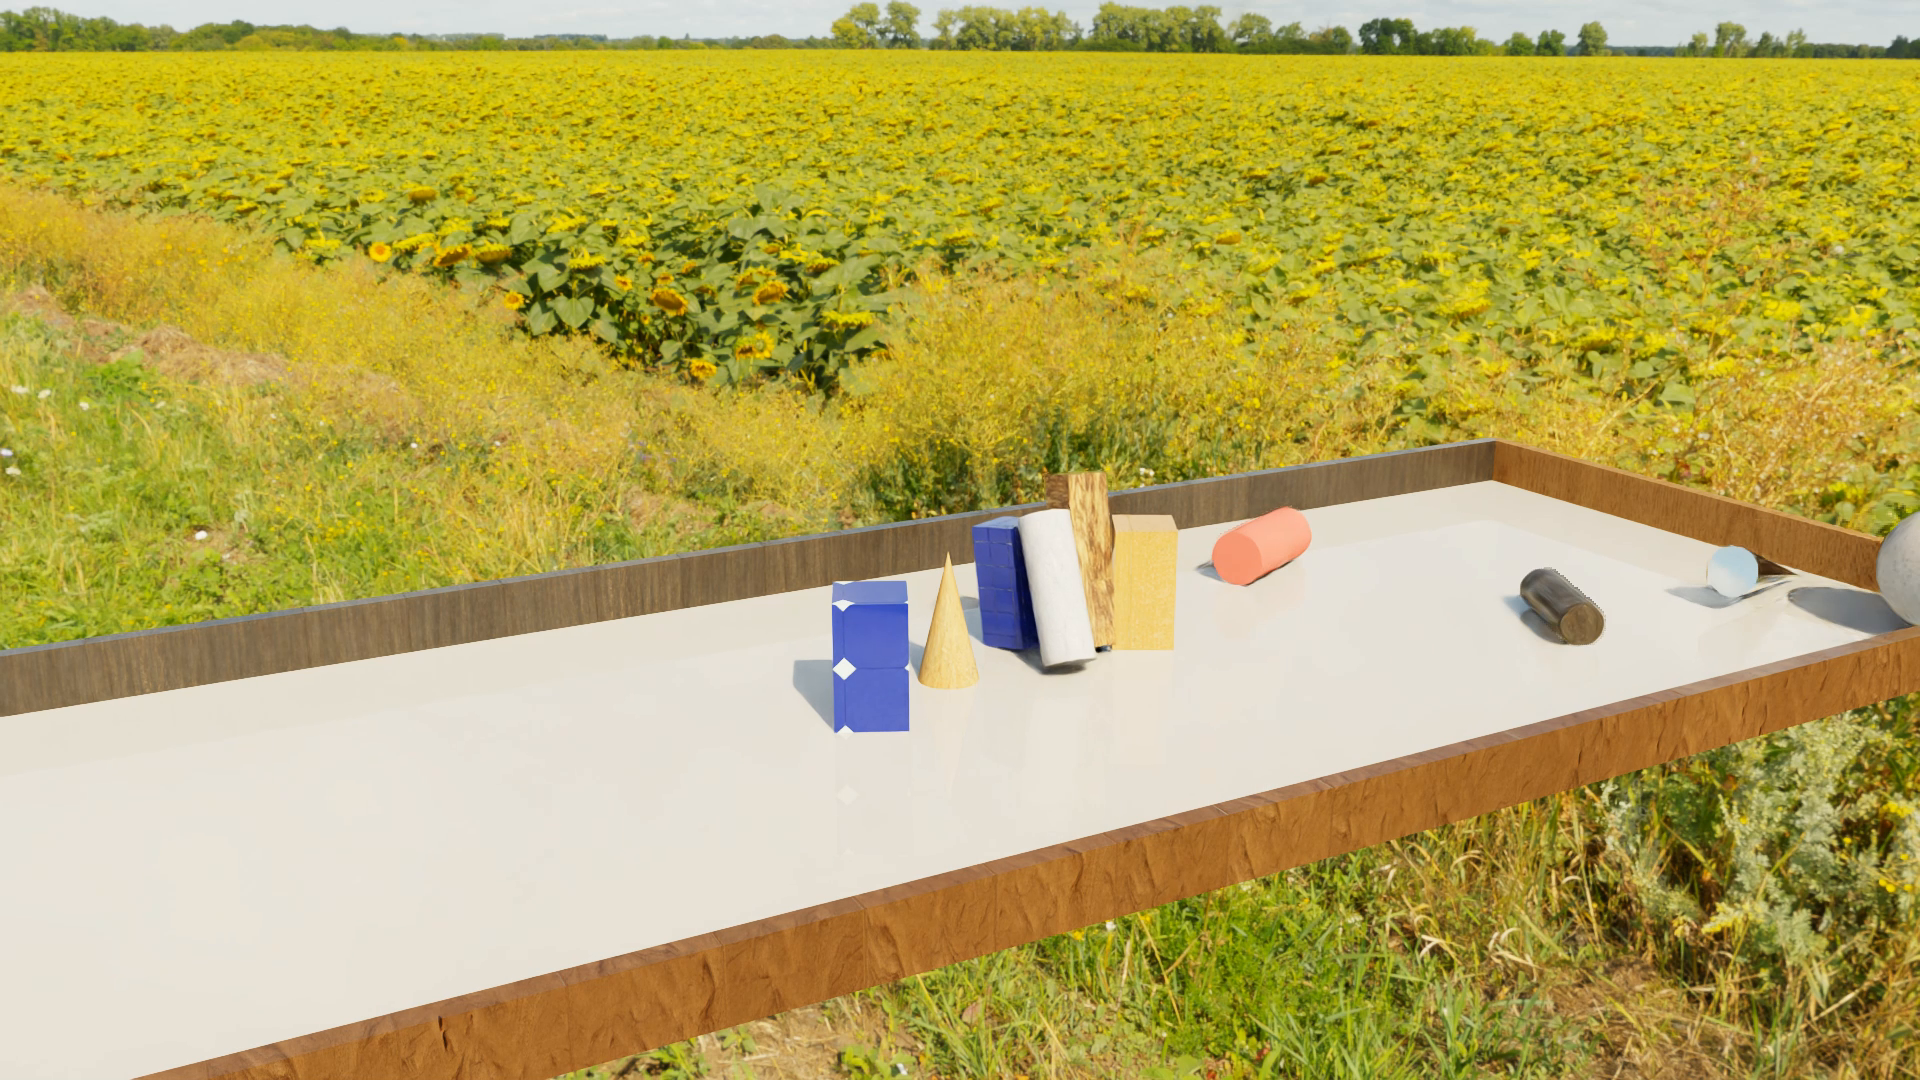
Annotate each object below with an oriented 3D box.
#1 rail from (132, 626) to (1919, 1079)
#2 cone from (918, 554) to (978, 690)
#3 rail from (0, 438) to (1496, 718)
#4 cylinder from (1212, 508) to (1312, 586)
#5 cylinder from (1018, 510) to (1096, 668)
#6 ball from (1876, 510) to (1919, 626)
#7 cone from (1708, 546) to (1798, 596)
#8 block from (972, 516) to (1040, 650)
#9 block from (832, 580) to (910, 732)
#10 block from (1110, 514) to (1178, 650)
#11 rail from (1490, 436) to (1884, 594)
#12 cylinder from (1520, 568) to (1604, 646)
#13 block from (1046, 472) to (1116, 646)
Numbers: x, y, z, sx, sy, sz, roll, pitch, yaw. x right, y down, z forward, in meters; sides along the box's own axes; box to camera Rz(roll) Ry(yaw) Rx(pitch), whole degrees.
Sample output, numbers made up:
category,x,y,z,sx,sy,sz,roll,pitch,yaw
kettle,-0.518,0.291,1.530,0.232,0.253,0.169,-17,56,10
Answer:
category,x,y,z,sx,sy,sz,roll,pitch,yaw
rail,-2.336,1.006,1.665,12.000,0.150,0.050,-9,18,-27
cone,-0.029,0.188,4.119,0.155,0.335,0.155,0,16,0
rail,-3.305,0.497,3.399,12.000,0.150,0.050,-9,18,-27
cylinder,0.921,0.017,5.012,0.161,0.161,0.346,11,20,34
cylinder,0.246,0.125,4.210,0.137,0.387,0.137,-10,-11,-2
ball,2.654,0.080,4.418,0.352,0.352,0.352,0,16,0
cone,2.333,0.097,4.768,0.435,0.143,0.143,3,11,-40
block,0.141,0.112,4.373,0.133,0.324,0.133,4,15,41
block,-0.209,0.272,3.874,0.174,0.313,0.174,-1,16,-3
block,0.485,0.112,4.393,0.161,0.327,0.161,0,16,1
rail,2.466,-0.048,5.253,0.050,0.150,2.100,-9,18,-27
cylinder,1.650,0.181,4.531,0.117,0.117,0.323,0,16,0
block,0.318,0.052,4.341,0.117,0.452,0.117,-5,3,-28
